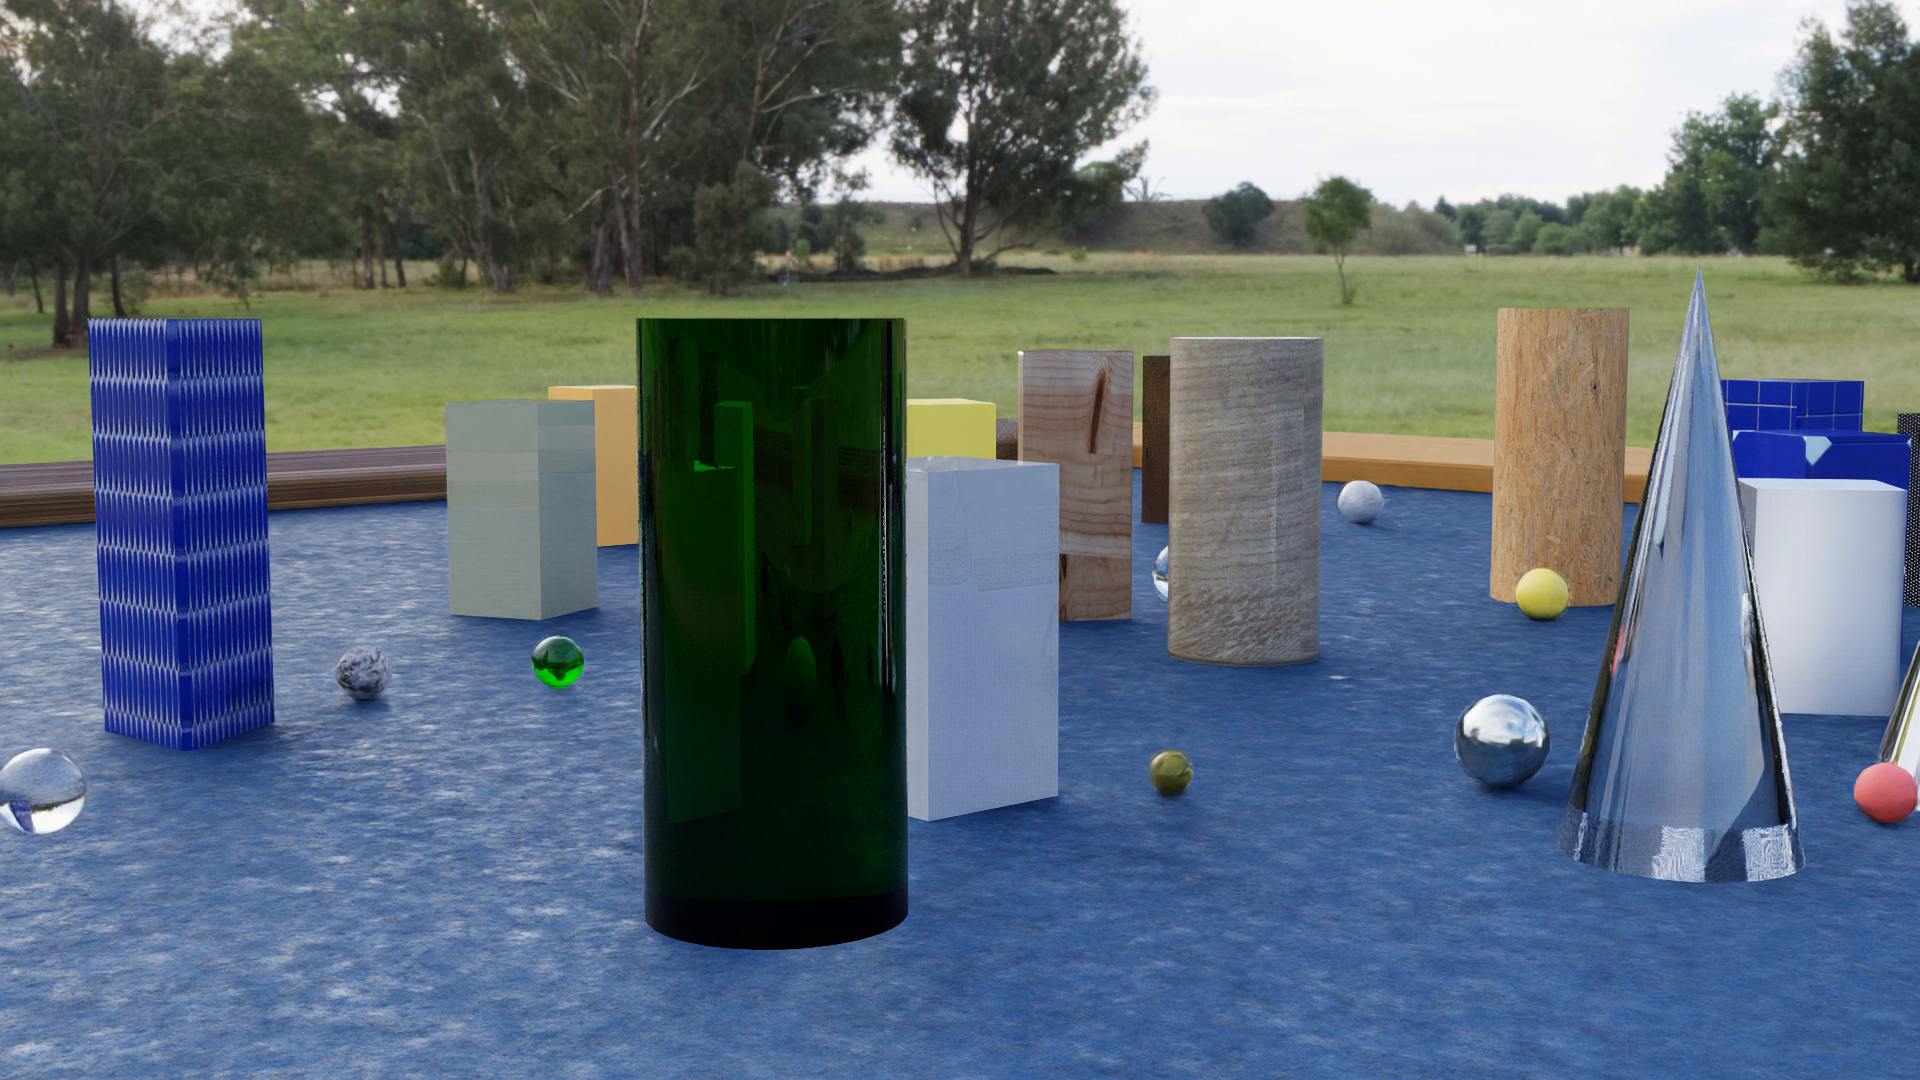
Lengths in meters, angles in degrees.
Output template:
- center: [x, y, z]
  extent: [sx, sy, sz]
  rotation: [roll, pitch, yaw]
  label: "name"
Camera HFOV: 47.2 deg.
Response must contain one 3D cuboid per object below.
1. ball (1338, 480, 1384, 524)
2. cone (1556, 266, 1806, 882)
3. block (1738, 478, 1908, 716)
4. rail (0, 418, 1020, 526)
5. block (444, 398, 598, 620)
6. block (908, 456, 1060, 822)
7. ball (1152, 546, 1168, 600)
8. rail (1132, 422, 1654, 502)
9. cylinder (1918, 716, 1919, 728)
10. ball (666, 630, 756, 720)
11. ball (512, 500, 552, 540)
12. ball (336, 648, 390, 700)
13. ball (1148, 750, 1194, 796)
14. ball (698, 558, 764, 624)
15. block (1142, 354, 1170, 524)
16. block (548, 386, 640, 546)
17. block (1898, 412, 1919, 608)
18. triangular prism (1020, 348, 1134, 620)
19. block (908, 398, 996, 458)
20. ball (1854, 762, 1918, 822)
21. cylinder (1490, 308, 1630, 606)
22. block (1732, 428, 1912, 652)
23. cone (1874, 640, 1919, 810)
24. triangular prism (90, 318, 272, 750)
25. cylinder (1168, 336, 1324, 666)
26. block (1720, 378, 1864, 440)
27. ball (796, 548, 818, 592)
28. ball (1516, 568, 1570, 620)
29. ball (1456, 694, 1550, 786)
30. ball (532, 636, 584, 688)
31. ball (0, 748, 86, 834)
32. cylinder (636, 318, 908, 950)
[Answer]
- center: [0.831, -0.078, 4.562]
  extent: [0.093, 0.093, 0.093]
  rotation: [0, 6, 0]
  label: "ball"
- center: [0.592, 0.017, 1.786]
  extent: [0.195, 0.482, 0.195]
  rotation: [0, 6, 0]
  label: "cone"
- center: [0.966, 0.061, 2.490]
  extent: [0.156, 0.249, 0.156]
  rotation: [1, 6, 10]
  label: "block"
- center: [-1.480, -0.134, 4.928]
  extent: [4.688, 0.127, 0.045]
  rotation: [-5, 8, -42]
  label: "rail"
- center: [-0.646, -0.050, 3.250]
  extent: [0.156, 0.310, 0.156]
  rotation: [2, 6, 22]
  label: "block"
- center: [-0.020, 0.082, 2.013]
  extent: [0.156, 0.305, 0.156]
  rotation: [-5, 8, -41]
  label: "block"
- center: [0.339, 0.050, 3.338]
  extent: [0.094, 0.094, 0.094]
  rotation: [0, 6, 0]
  label: "ball"
- center: [1.705, -0.131, 4.897]
  extent: [0.045, 0.127, 4.413]
  rotation: [-5, 8, -42]
  label: "rail"
- center: [1.117, -0.010, 2.296]
  extent: [0.195, 0.430, 0.195]
  rotation: [0, 6, 0]
  label: "cylinder"
- center: [-0.271, 0.147, 2.394]
  extent: [0.097, 0.097, 0.097]
  rotation: [0, 6, 0]
  label: "ball"
- center: [-0.831, -0.040, 4.268]
  extent: [0.079, 0.079, 0.079]
  rotation: [0, 6, 0]
  label: "ball"
- center: [-0.684, 0.153, 2.520]
  extent: [0.060, 0.060, 0.060]
  rotation: [0, 6, 0]
  label: "ball"
- center: [0.194, 0.214, 2.024]
  extent: [0.041, 0.041, 0.041]
  rotation: [0, 6, 0]
  label: "ball"
- center: [-0.326, 0.073, 3.129]
  extent: [0.092, 0.092, 0.092]
  rotation: [0, 6, 0]
  label: "ball"
- center: [0.474, -0.216, 4.654]
  extent: [0.156, 0.349, 0.156]
  rotation: [1, 6, 13]
  label: "block"
- center: [-0.681, -0.146, 4.233]
  extent: [0.156, 0.297, 0.156]
  rotation: [-5, 8, -41]
  label: "block"
- center: [1.520, -0.044, 3.299]
  extent: [0.156, 0.288, 0.156]
  rotation: [-3, 7, -25]
  label: "block"
- center: [0.149, -0.084, 3.212]
  extent: [0.169, 0.386, 0.146]
  rotation: [-2, 6, -14]
  label: "triangular prism"
- center: [-0.052, -0.014, 2.829]
  extent: [0.156, 0.327, 0.156]
  rotation: [-2, 6, -16]
  label: "block"
- center: [0.807, 0.220, 1.915]
  extent: [0.052, 0.052, 0.052]
  rotation: [0, 6, 0]
  label: "ball"
- center: [0.921, -0.132, 3.381]
  extent: [0.195, 0.447, 0.195]
  rotation: [0, 6, 0]
  label: "cylinder"
- center: [1.132, 0.000, 2.907]
  extent: [0.156, 0.283, 0.156]
  rotation: [-2, 6, -15]
  label: "block"
- center: [0.935, 0.068, 2.001]
  extent: [0.195, 0.337, 0.195]
  rotation: [0, 6, 0]
  label: "cone"
- center: [-0.796, -0.014, 2.315]
  extent: [0.169, 0.435, 0.146]
  rotation: [5, 8, 42]
  label: "triangular prism"
- center: [0.366, -0.055, 2.828]
  extent: [0.195, 0.408, 0.195]
  rotation: [0, 6, 0]
  label: "cylinder"
- center: [1.330, -0.091, 3.538]
  extent: [0.156, 0.332, 0.156]
  rotation: [-3, 7, -30]
  label: "block"
- center: [-0.223, 0.048, 3.469]
  extent: [0.071, 0.071, 0.071]
  rotation: [0, 6, 0]
  label: "ball"
- center: [0.839, 0.078, 3.167]
  extent: [0.074, 0.074, 0.074]
  rotation: [0, 6, 0]
  label: "ball"
- center: [0.508, 0.188, 2.058]
  extent: [0.086, 0.086, 0.086]
  rotation: [0, 6, 0]
  label: "ball"
- center: [-0.476, 0.144, 2.602]
  extent: [0.061, 0.061, 0.061]
  rotation: [0, 6, 0]
  label: "ball"
- center: [-0.782, 0.214, 1.871]
  extent: [0.073, 0.073, 0.073]
  rotation: [0, 6, 0]
  label: "ball"
- center: [-0.136, 0.058, 1.608]
  extent: [0.195, 0.438, 0.195]
  rotation: [0, 6, 0]
  label: "cylinder"
